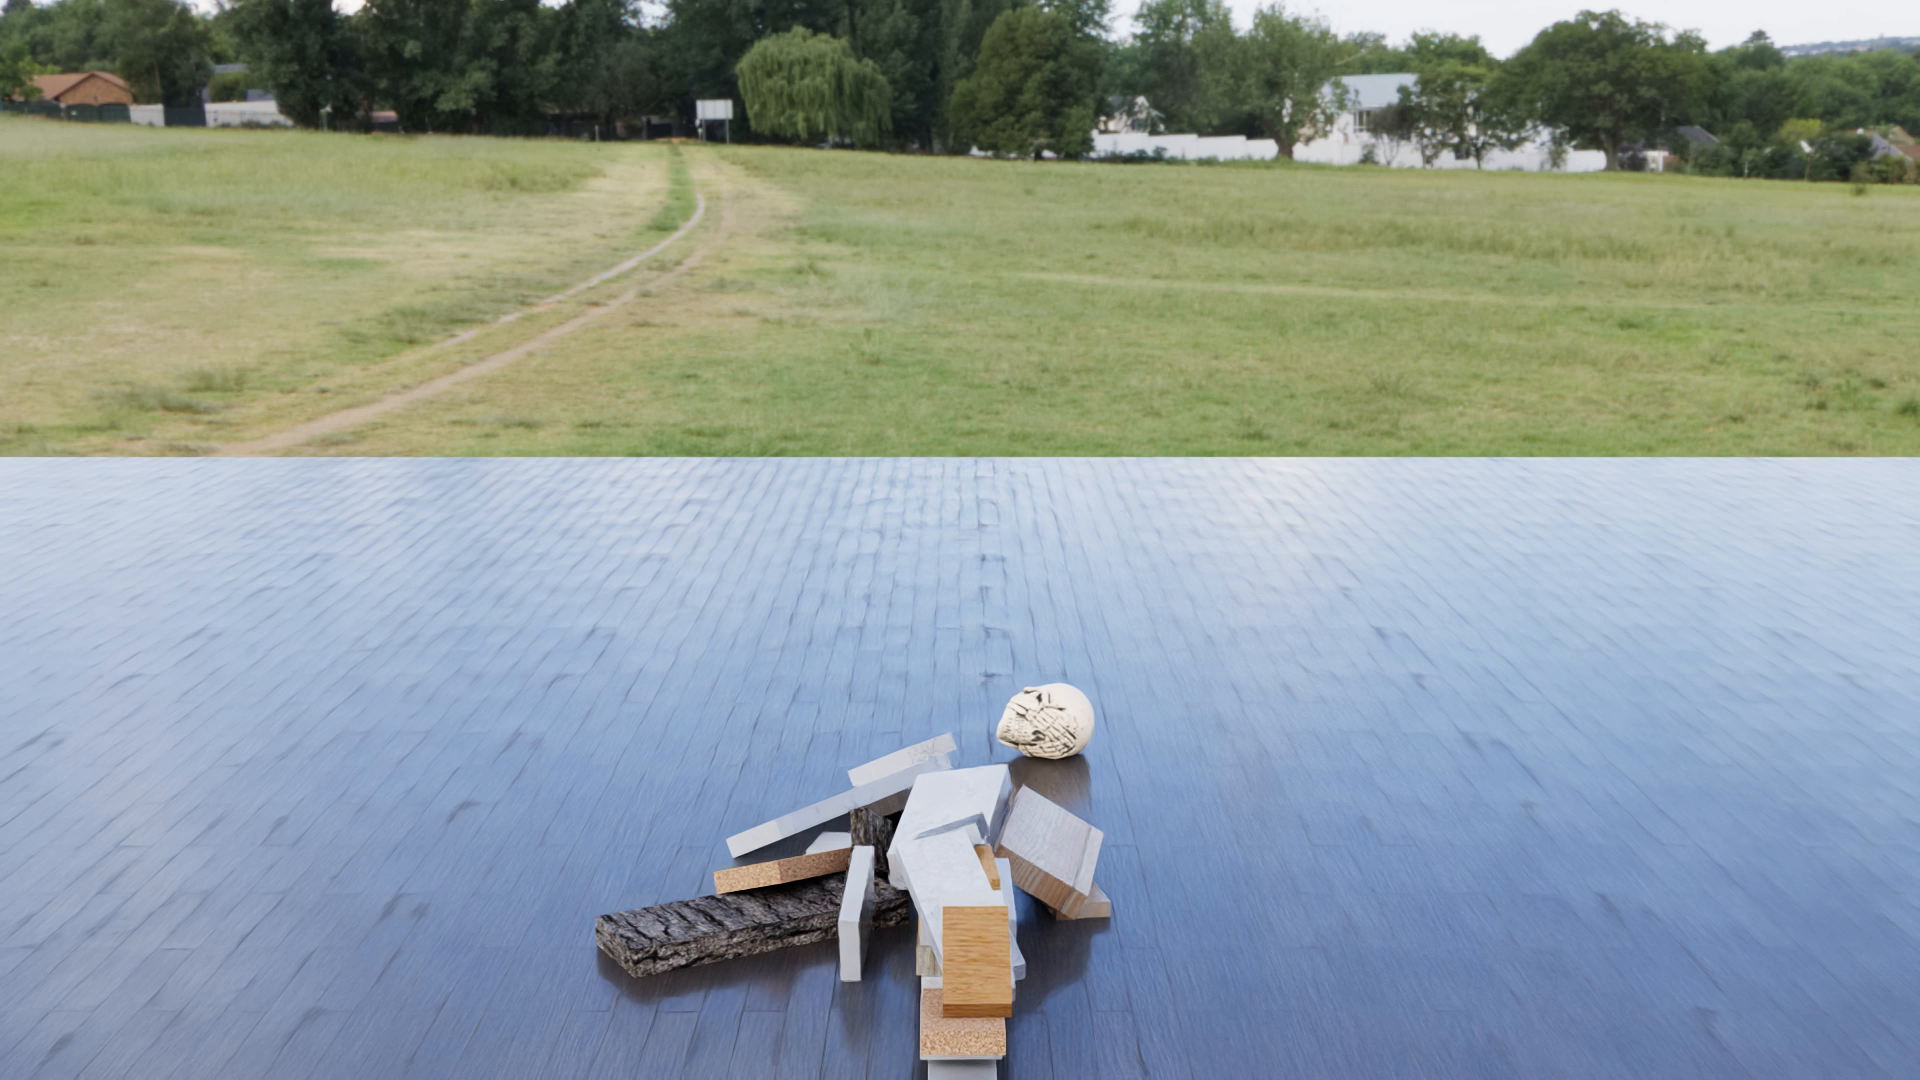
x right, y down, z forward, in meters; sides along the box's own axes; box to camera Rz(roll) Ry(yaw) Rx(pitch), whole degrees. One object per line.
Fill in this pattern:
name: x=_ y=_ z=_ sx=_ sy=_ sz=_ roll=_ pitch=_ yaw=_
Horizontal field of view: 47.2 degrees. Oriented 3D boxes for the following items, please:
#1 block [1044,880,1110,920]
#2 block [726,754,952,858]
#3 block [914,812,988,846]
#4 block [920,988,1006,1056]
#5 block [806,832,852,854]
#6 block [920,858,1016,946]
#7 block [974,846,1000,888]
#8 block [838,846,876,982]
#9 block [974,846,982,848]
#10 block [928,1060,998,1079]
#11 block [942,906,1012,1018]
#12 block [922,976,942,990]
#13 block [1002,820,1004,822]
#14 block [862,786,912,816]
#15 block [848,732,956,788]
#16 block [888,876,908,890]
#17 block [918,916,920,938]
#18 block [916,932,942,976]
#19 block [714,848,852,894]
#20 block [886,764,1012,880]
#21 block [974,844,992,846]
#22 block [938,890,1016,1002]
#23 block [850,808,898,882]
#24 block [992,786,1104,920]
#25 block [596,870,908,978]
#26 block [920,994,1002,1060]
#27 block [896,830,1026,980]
block: x=0.168 y=0.572 z=3.694 sx=0.091 sy=0.026 sz=0.299 roll=-2 pitch=11 yaw=-12
block: x=-0.212 y=0.481 z=4.013 sx=0.126 sy=0.036 sz=0.506 roll=-26 pitch=-7 yaw=36
block: x=-0.015 y=0.454 z=3.351 sx=0.106 sy=0.030 sz=0.212 roll=-19 pitch=-4 yaw=2
block: x=0.004 y=0.641 z=2.934 sx=0.109 sy=0.031 sz=0.219 roll=0 pitch=3 yaw=0
block: x=-0.146 y=0.545 z=3.823 sx=0.221 sy=0.031 sz=0.111 roll=2 pitch=11 yaw=12
block: x=0.009 y=0.533 z=3.253 sx=0.136 sy=0.039 sz=0.273 roll=0 pitch=10 yaw=-1
block: x=0.027 y=0.485 z=3.249 sx=0.052 sy=0.015 sz=0.104 roll=-3 pitch=19 yaw=-6
block: x=-0.156 y=0.569 z=3.366 sx=0.030 sy=0.106 sz=0.212 roll=0 pitch=23 yaw=4
block: x=0.021 y=0.488 z=3.285 sx=0.052 sy=0.015 sz=0.104 roll=0 pitch=19 yaw=2
block: x=0.004 y=0.735 z=2.819 sx=0.090 sy=0.026 sz=0.431 roll=0 pitch=11 yaw=-1
block: x=0.022 y=0.566 z=2.958 sx=0.090 sy=0.026 sz=0.181 roll=0 pitch=35 yaw=-1
block: x=0.000 y=0.636 z=3.176 sx=0.109 sy=0.031 sz=0.219 roll=0 pitch=-6 yaw=-1
block: x=0.027 y=0.489 z=3.846 sx=0.060 sy=0.017 sz=0.120 roll=-4 pitch=-5 yaw=-19
block: x=-0.098 y=0.472 z=4.015 sx=0.111 sy=0.031 sz=0.221 roll=-24 pitch=-6 yaw=20
block: x=-0.109 y=0.423 z=4.236 sx=0.126 sy=0.036 sz=0.253 roll=-23 pitch=-6 yaw=19
block: x=-0.041 y=0.525 z=3.639 sx=0.091 sy=0.026 sz=0.183 roll=-5 pitch=17 yaw=23
block: x=0.004 y=0.583 z=3.397 sx=0.136 sy=0.039 sz=0.273 roll=0 pitch=-6 yaw=-1
block: x=0.004 y=0.606 z=3.229 sx=0.136 sy=0.039 sz=0.273 roll=0 pitch=-6 yaw=-1
block: x=-0.278 y=0.541 z=3.615 sx=0.126 sy=0.036 sz=0.253 roll=-14 pitch=-8 yaw=29
block: x=-0.013 y=0.469 z=3.685 sx=0.161 sy=0.046 sz=0.322 roll=-8 pitch=16 yaw=11
block: x=0.018 y=0.486 z=3.364 sx=0.052 sy=0.015 sz=0.104 roll=1 pitch=9 yaw=6
block: x=0.022 y=0.558 z=3.017 sx=0.090 sy=0.026 sz=0.181 roll=-3 pitch=37 yaw=-4
block: x=-0.130 y=0.509 z=3.643 sx=0.026 sy=0.091 sz=0.183 roll=-11 pitch=-22 yaw=21
block: x=0.144 y=0.510 z=3.628 sx=0.161 sy=0.046 sz=0.322 roll=31 pitch=13 yaw=2
block: x=-0.326 y=0.601 z=3.482 sx=0.468 sy=0.046 sz=0.161 roll=-6 pitch=12 yaw=-29
block: x=0.000 y=0.668 z=3.023 sx=0.109 sy=0.031 sz=0.219 roll=0 pitch=3 yaw=-1
block: x=-0.002 y=0.523 z=3.111 sx=0.106 sy=0.030 sz=0.274 roll=-10 pitch=38 yaw=-14
